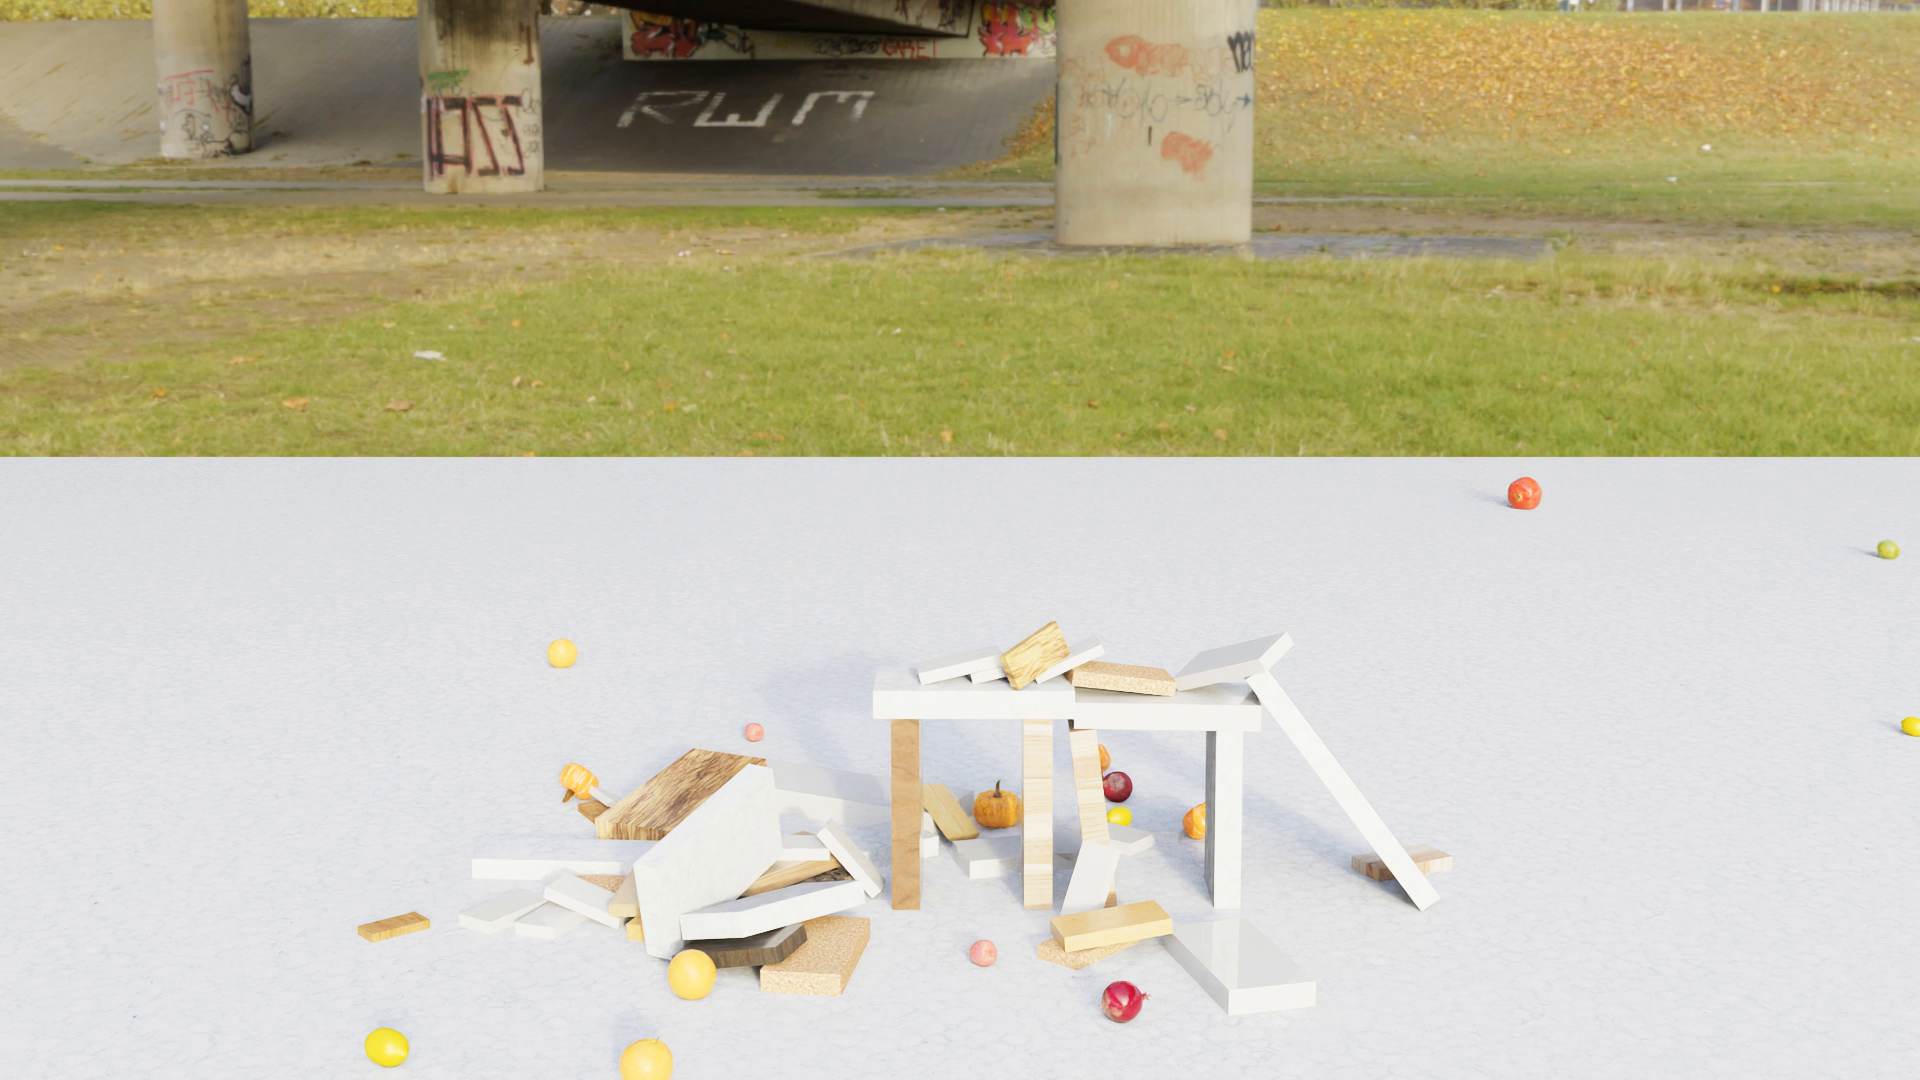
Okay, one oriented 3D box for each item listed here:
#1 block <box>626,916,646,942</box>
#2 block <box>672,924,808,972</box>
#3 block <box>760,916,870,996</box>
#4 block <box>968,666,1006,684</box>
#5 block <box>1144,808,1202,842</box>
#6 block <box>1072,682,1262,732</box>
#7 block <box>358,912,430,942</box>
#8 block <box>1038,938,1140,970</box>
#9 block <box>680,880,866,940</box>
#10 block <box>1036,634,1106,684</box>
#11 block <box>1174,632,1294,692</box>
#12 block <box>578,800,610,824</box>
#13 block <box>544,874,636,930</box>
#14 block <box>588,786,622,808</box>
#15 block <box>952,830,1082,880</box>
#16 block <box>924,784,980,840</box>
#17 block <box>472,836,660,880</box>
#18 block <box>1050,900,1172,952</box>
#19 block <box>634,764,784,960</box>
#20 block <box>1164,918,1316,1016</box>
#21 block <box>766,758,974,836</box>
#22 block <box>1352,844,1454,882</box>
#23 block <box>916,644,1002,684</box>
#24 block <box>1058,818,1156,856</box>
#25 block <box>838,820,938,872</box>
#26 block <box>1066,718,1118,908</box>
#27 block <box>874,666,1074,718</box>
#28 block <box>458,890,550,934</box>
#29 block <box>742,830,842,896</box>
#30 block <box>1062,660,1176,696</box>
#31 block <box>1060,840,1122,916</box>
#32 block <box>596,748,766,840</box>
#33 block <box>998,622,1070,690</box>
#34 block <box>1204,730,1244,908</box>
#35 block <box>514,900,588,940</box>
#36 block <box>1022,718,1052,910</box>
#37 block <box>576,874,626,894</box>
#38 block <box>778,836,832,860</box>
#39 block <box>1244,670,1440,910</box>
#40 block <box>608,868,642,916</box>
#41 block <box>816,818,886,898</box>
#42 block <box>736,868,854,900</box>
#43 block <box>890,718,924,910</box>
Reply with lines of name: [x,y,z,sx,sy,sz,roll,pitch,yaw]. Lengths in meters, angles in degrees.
block: [-0.422,0.613,3.472,0.184,0.026,0.092,3,11,18]
block: [-0.333,0.617,3.327,0.184,0.026,0.092,-10,9,25]
block: [-0.218,0.631,3.354,0.120,0.034,0.240,1,11,8]
block: [0.073,0.207,3.597,0.120,0.017,0.060,-14,12,-5]
block: [0.388,0.519,4.000,0.065,0.018,0.130,5,12,25]
block: [0.336,0.272,3.612,0.301,0.043,0.150,1,11,1]
block: [-0.899,0.615,3.495,0.100,0.014,0.050,-9,14,-40]
block: [0.200,0.626,3.414,0.078,0.022,0.157,9,14,40]
block: [-0.289,0.573,3.414,0.135,0.038,0.269,-11,-3,40]
block: [0.175,0.194,3.593,0.120,0.017,0.060,-24,14,1]
block: [0.441,0.198,3.568,0.198,0.024,0.086,-18,15,49]
block: [-0.669,0.506,4.082,0.050,0.014,0.100,-6,12,-29]
block: [-0.594,0.583,3.552,0.139,0.020,0.069,20,16,16]
block: [-0.657,0.487,4.128,0.050,0.014,0.100,25,-3,-31]
block: [0.121,0.545,3.822,0.249,0.032,0.113,-3,11,-15]
block: [-0.024,0.489,3.957,0.065,0.018,0.130,7,33,-43]
block: [-0.627,0.551,3.787,0.399,0.034,0.120,1,11,4]
block: [0.233,0.597,3.401,0.172,0.024,0.086,-8,12,-12]
block: [-0.391,0.502,3.460,0.046,0.162,0.323,8,27,27]
block: [0.418,0.638,3.305,0.135,0.038,0.269,-3,11,-14]
block: [-0.218,0.482,4.128,0.467,0.046,0.162,5,12,27]
block: [0.763,0.556,3.792,0.157,0.022,0.078,-5,12,-26]
block: [-0.001,0.204,3.596,0.140,0.020,0.070,-13,12,-4]
block: [0.262,0.529,3.935,0.157,0.022,0.078,8,13,38]
block: [-0.171,0.540,3.845,0.240,0.034,0.120,-7,13,-34]
block: [0.217,0.441,3.642,0.043,0.301,0.150,-7,10,2]
block: [0.023,0.250,3.605,0.323,0.046,0.162,0,11,0]
block: [-0.735,0.601,3.557,0.069,0.020,0.139,7,12,32]
block: [-0.301,0.540,3.670,0.113,0.032,0.226,9,14,40]
block: [0.261,0.225,3.609,0.172,0.024,0.086,7,11,-10]
block: [0.210,0.552,3.535,0.065,0.130,0.018,9,-14,40]
block: [-0.506,0.475,4.027,0.162,0.046,0.323,5,20,26]
block: [0.121,0.186,3.550,0.120,0.060,0.017,-32,16,-32]
block: [0.436,0.442,3.643,0.043,0.301,0.150,0,11,0]
block: [-0.647,0.605,3.532,0.069,0.020,0.139,4,11,21]
block: [0.127,0.431,3.640,0.046,0.323,0.162,0,11,0]
block: [-0.572,0.581,3.658,0.152,0.022,0.076,0,11,3]
block: [-0.285,0.513,3.670,0.139,0.020,0.070,0,11,1]
block: [0.617,0.391,3.608,0.038,0.491,0.135,-37,10,5]
block: [-0.507,0.563,3.557,0.076,0.022,0.152,-3,18,11]
block: [-0.180,0.529,3.662,0.020,0.139,0.070,-41,1,8]
block: [-0.290,0.581,3.627,0.113,0.032,0.226,10,14,42]
block: [-0.086,0.431,3.641,0.046,0.323,0.162,0,11,1]
